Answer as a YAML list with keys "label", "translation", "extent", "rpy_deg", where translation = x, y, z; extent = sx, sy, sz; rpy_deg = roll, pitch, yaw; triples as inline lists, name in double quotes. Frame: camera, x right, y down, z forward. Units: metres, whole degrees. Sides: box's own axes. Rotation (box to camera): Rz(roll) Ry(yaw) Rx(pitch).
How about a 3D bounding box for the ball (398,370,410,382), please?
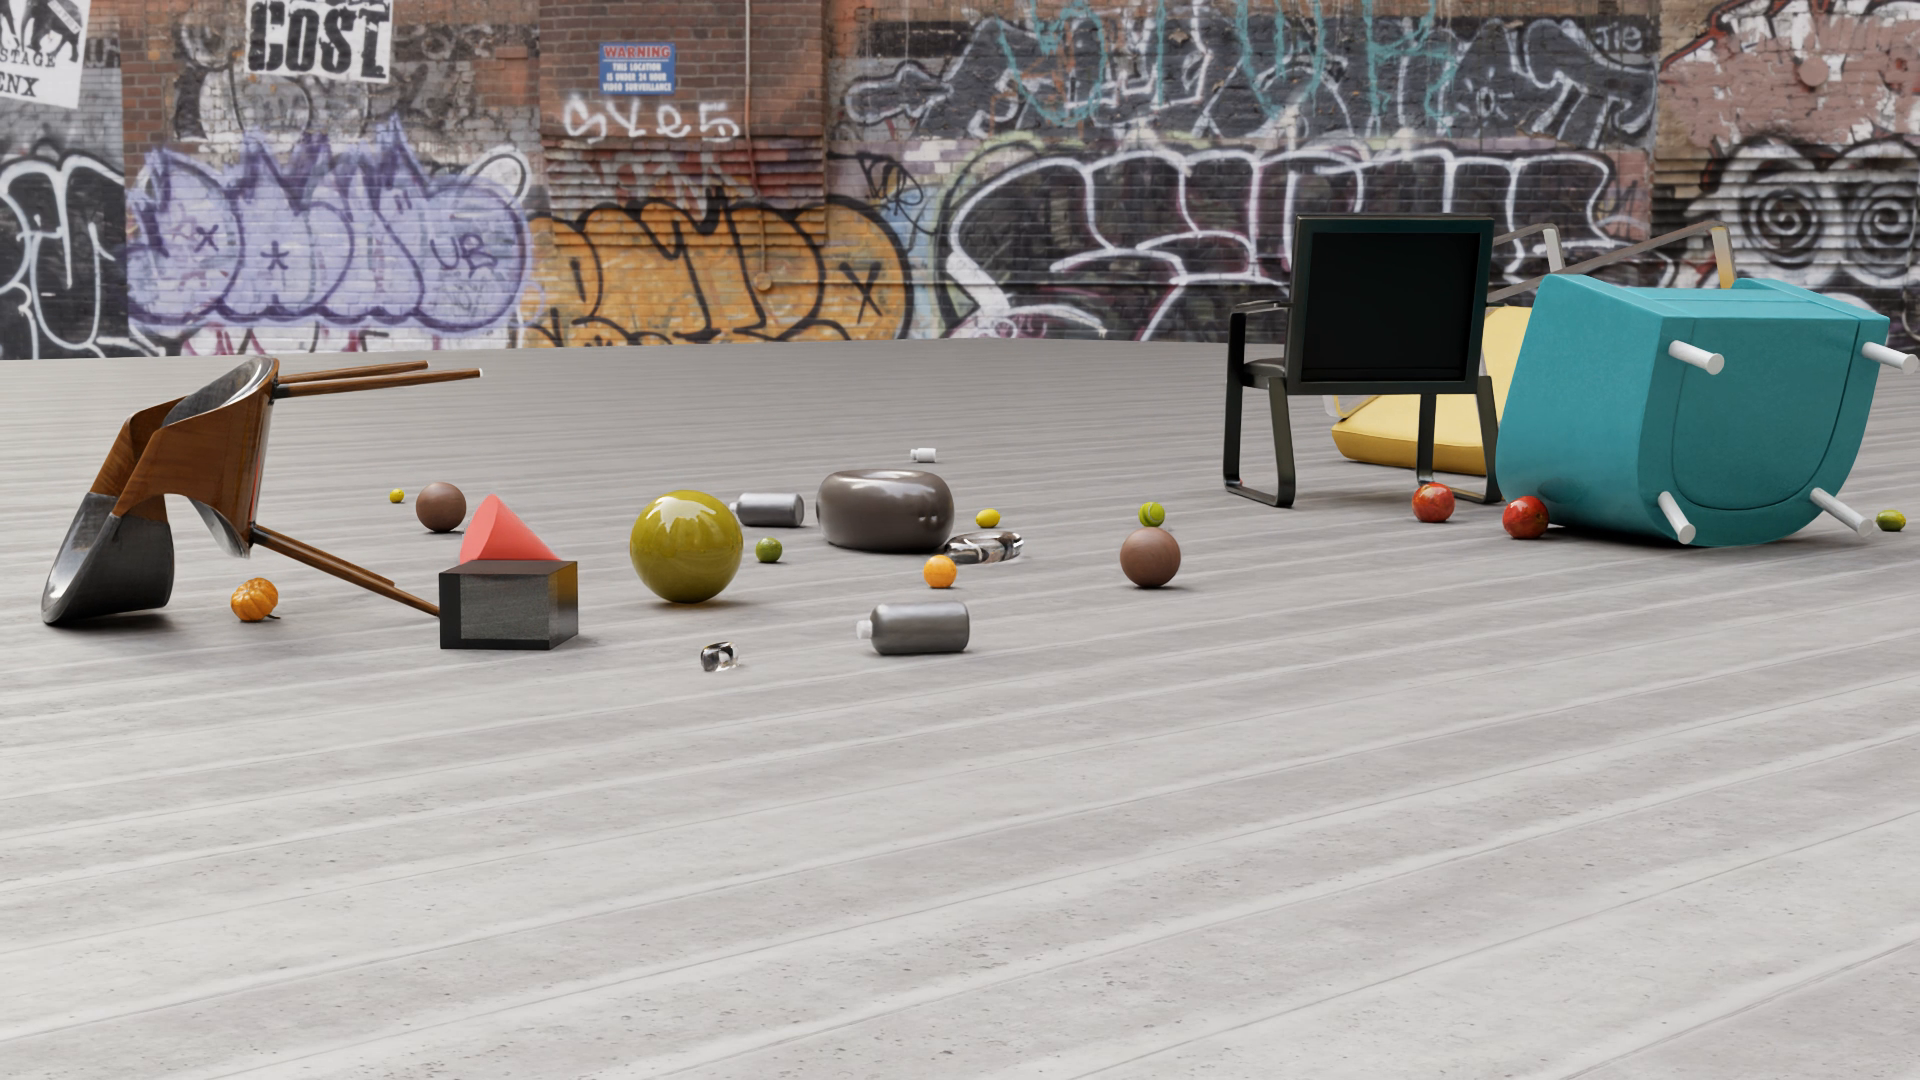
- label: "ball"
  translation: [-3.479, -1.029, 16.035]
  extent: [0.075, 0.075, 0.075]
  rpy_deg: [0, 6, 0]

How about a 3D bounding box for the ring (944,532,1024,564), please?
- label: "ring"
  translation: [0.056, 0.018, 5.968]
  extent: [0.158, 0.057, 0.284]
  rpy_deg: [2, 7, 25]

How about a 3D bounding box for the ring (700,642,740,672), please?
- label: "ring"
  translation: [-0.405, 0.196, 4.322]
  extent: [0.049, 0.039, 0.113]
  rpy_deg: [0, 7, 20]

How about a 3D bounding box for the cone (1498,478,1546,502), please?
- label: "cone"
  translation: [1.654, -0.131, 7.522]
  extent: [0.134, 0.067, 0.065]
  rpy_deg: [18, -8, 23]

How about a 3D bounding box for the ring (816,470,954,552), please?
- label: "ring"
  translation: [-0.185, -0.074, 6.273]
  extent: [0.291, 0.178, 0.535]
  rpy_deg: [-5, 6, -24]

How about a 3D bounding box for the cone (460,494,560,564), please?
- label: "cone"
  translation: [-0.991, 0.019, 5.813]
  extent: [0.217, 0.184, 0.229]
  rpy_deg: [23, -13, -23]

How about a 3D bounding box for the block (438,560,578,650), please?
- label: "block"
  translation: [-0.812, 0.116, 4.630]
  extent: [0.197, 0.135, 0.215]
  rpy_deg: [1, 6, 5]

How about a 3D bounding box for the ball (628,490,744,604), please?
- label: "ball"
  translation: [-0.550, 0.013, 5.161]
  extent: [0.230, 0.230, 0.230]
  rpy_deg: [0, 6, 0]
